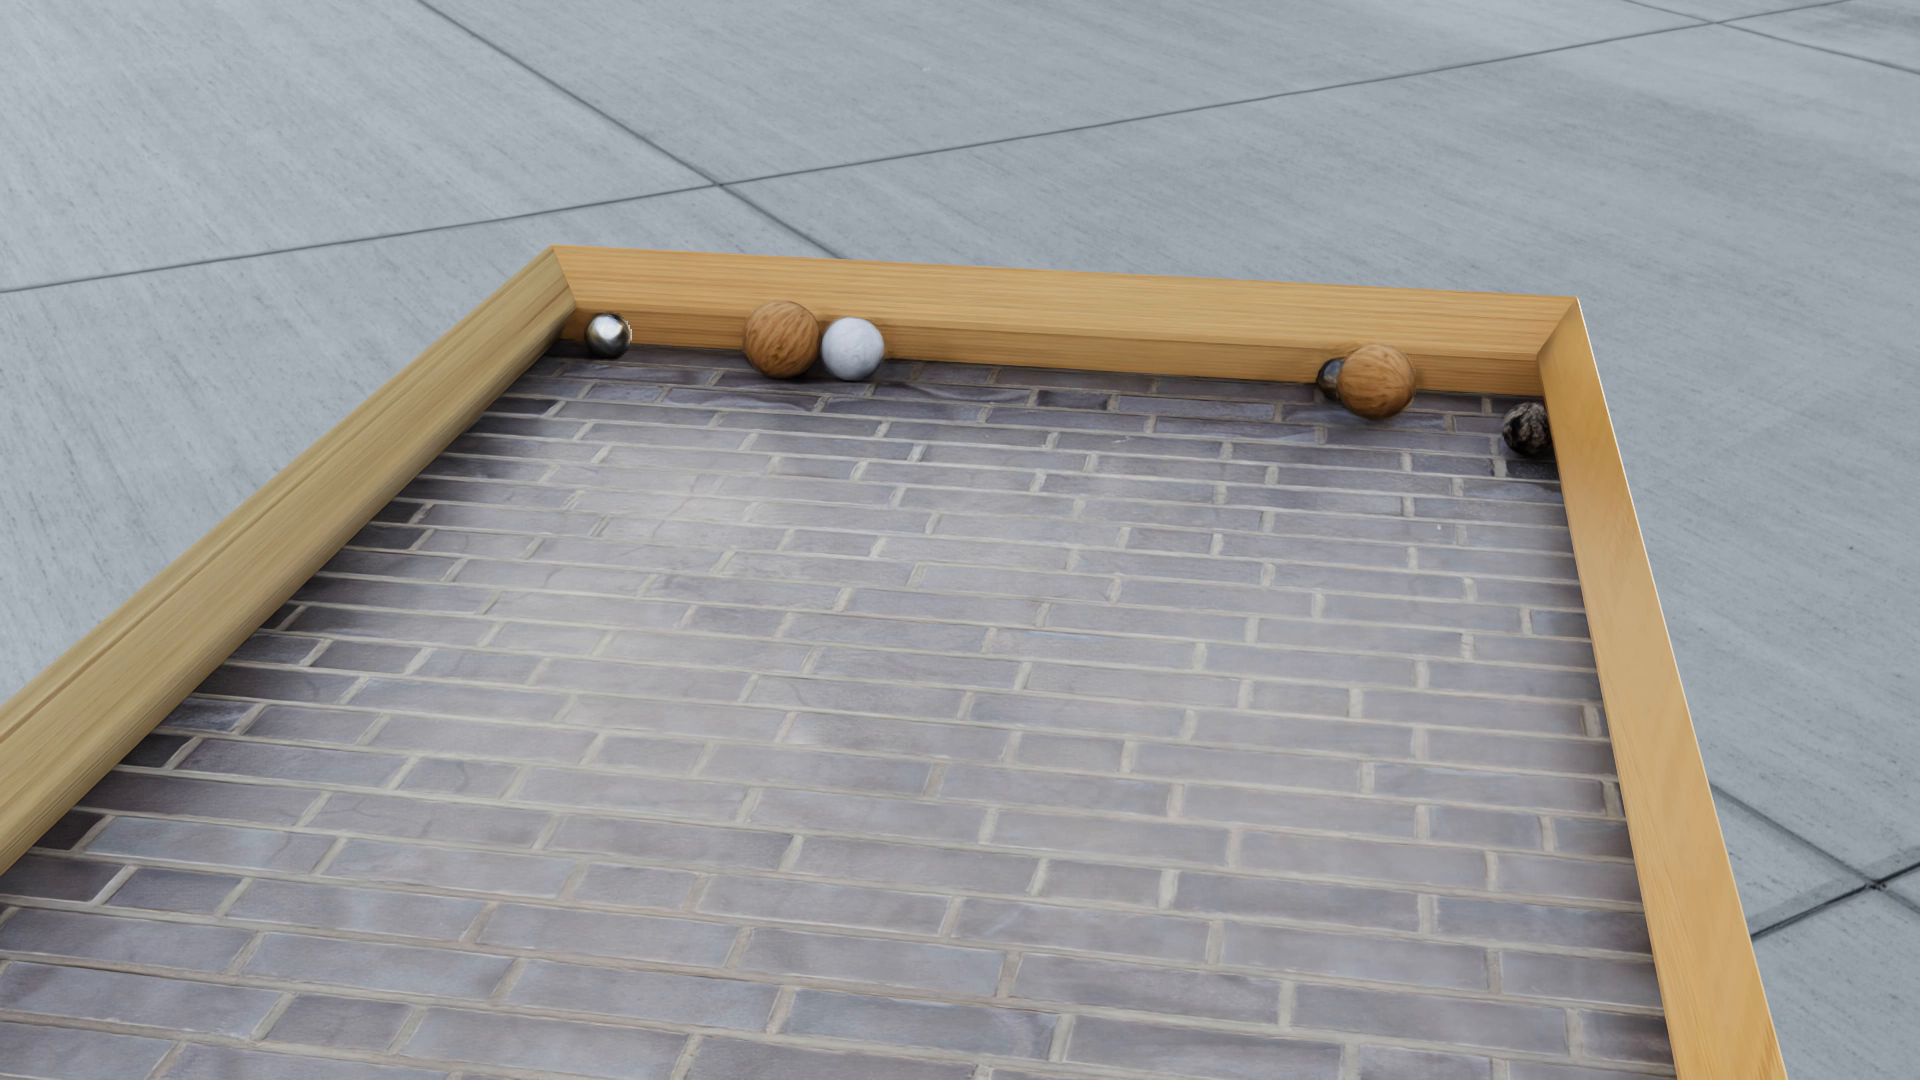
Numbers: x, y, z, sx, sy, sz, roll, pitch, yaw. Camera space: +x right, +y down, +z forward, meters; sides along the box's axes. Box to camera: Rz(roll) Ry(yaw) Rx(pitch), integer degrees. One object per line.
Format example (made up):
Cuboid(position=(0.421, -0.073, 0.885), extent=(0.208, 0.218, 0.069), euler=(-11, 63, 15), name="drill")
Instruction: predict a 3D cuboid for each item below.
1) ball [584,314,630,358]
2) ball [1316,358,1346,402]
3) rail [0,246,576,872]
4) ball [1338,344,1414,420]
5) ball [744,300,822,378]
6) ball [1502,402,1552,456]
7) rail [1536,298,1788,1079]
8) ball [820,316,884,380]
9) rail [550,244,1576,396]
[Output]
Cuboid(position=(-0.457, -0.265, 2.844), extent=(0.058, 0.058, 0.058), euler=(0, 24, 0), name="ball")
Cuboid(position=(0.465, -0.197, 2.699), extent=(0.053, 0.053, 0.053), euler=(0, 24, 0), name="ball")
Cuboid(position=(-0.727, 0.185, 1.757), extent=(0.045, 0.128, 2.527), euler=(4, 25, 9), name="rail")
Cuboid(position=(0.493, -0.186, 2.607), extent=(0.090, 0.090, 0.090), euler=(0, 24, 0), name="ball")
Cuboid(position=(-0.223, -0.252, 2.766), extent=(0.099, 0.099, 0.099), euler=(0, 24, 0), name="ball")
Cuboid(position=(0.656, -0.128, 2.538), extent=(0.060, 0.060, 0.060), euler=(0, 24, 0), name="ball")
Cuboid(position=(0.512, 0.273, 1.561), extent=(0.045, 0.128, 2.527), euler=(4, 25, 9), name="rail")
Cuboid(position=(-0.135, -0.240, 2.763), extent=(0.080, 0.080, 0.080), euler=(0, 24, 0), name="ball")
Cuboid(position=(0.104, -0.272, 2.773), extent=(1.304, 0.128, 0.045), euler=(4, 25, 9), name="rail")
